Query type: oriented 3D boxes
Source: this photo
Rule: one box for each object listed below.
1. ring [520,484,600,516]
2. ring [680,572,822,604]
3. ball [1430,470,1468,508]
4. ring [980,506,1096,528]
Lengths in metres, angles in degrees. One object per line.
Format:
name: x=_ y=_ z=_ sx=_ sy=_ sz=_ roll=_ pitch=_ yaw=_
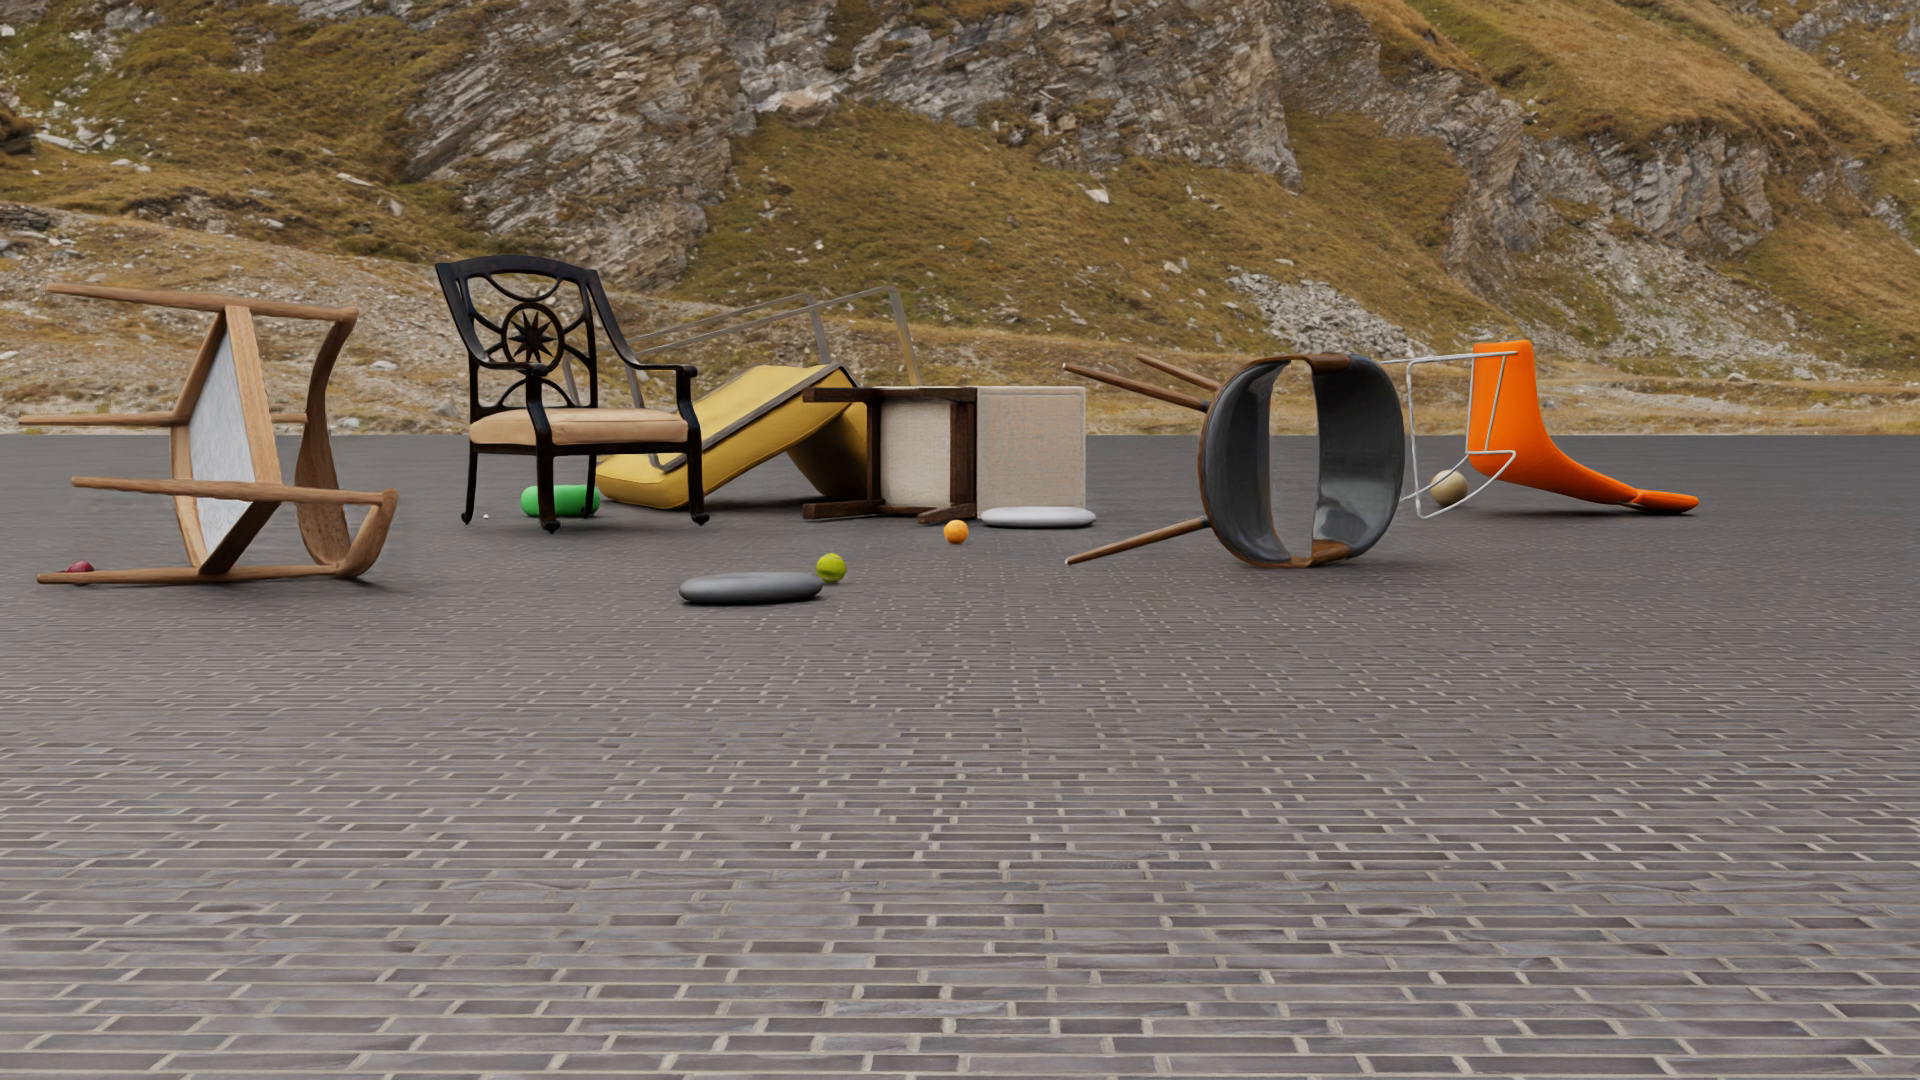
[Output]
ring: x=-1.413 y=-0.138 z=7.775 sx=0.282 sy=0.109 sz=0.220 roll=-1 pitch=2 yaw=6
ring: x=-0.444 y=0.102 z=4.683 sx=0.346 sy=0.054 sz=0.226 roll=-3 pitch=4 yaw=-43
ball: x=1.864 y=-0.197 z=8.380 sx=0.143 sy=0.143 sz=0.143 roll=0 pitch=4 yaw=0
ring: x=0.257 y=-0.075 z=7.217 sx=0.378 sy=0.059 sz=0.373 roll=0 pitch=3 yaw=0
